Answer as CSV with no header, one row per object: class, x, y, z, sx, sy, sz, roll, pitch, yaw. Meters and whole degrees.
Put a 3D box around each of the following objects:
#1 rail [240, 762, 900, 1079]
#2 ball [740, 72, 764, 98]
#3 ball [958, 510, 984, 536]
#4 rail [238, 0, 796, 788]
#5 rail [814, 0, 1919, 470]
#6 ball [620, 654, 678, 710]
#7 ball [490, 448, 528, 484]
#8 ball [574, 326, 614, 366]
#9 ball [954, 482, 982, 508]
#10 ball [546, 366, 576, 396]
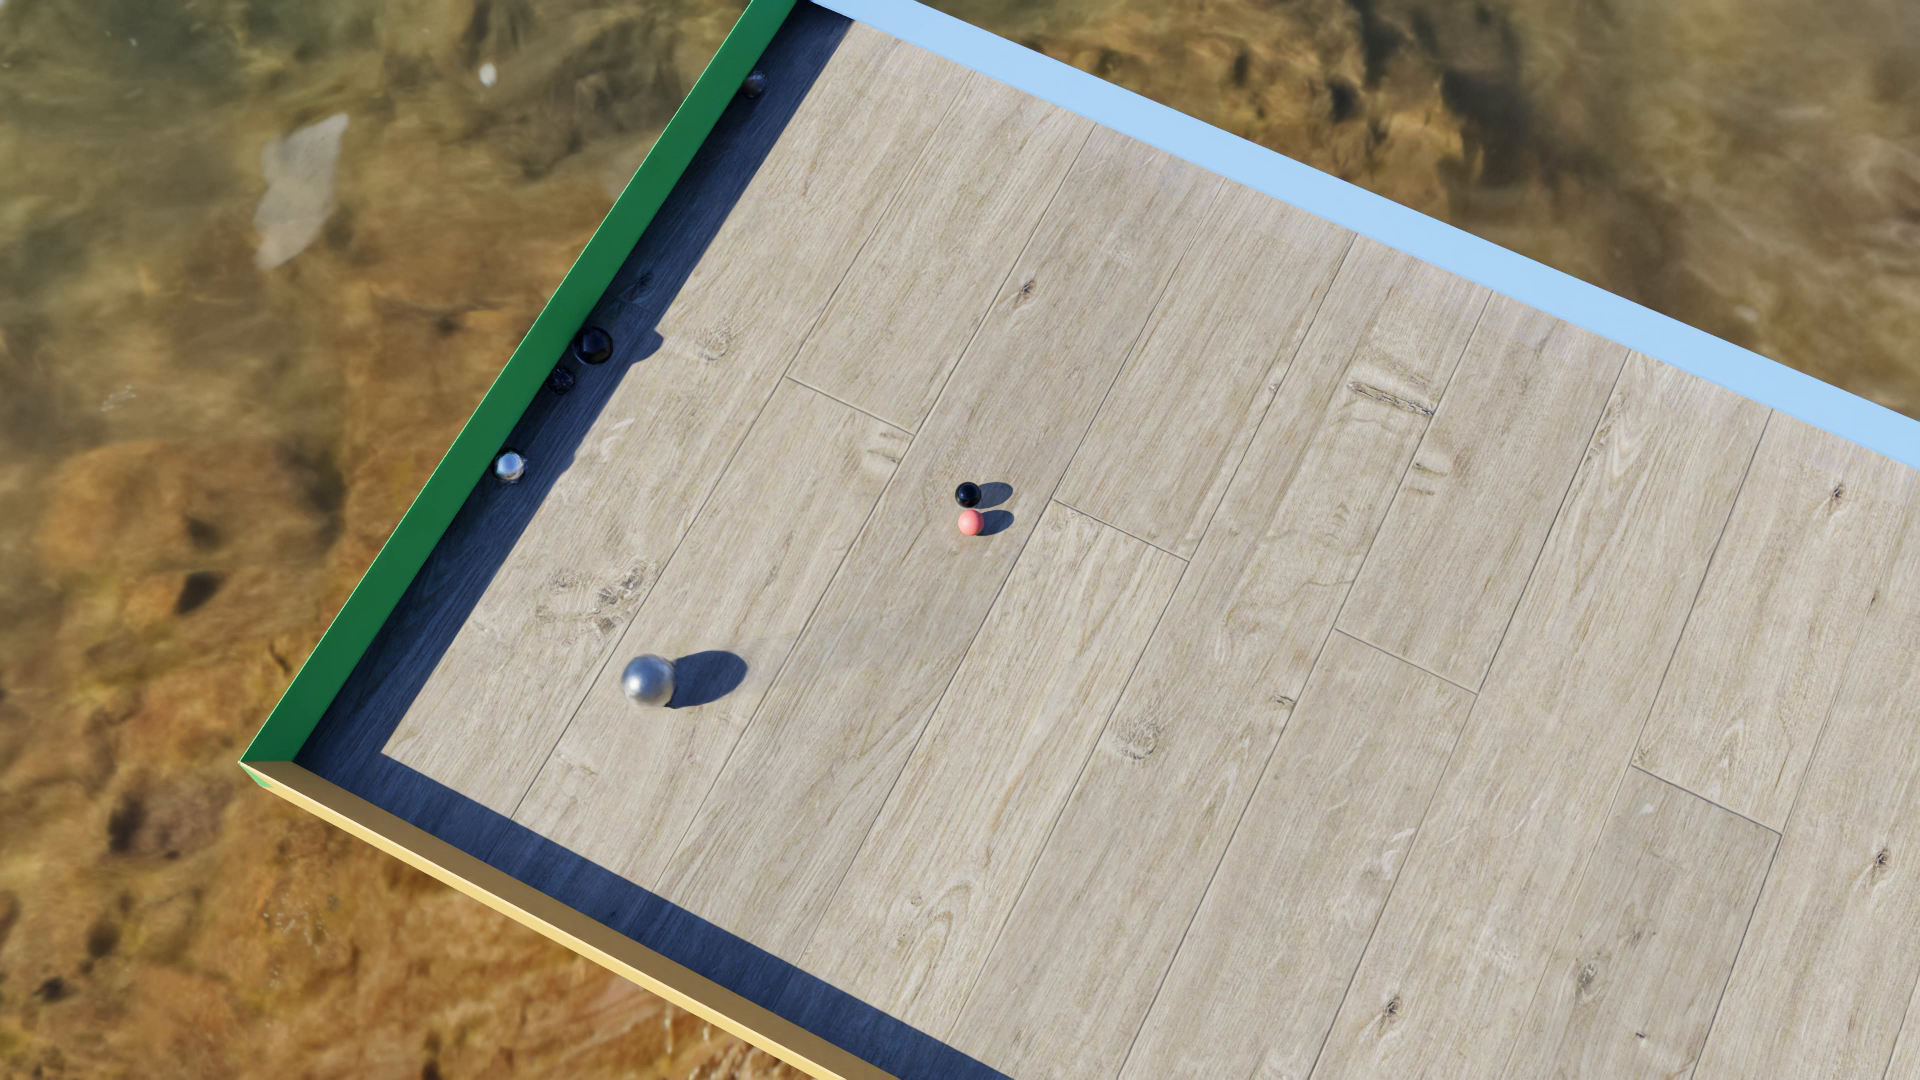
rail,0.318,0.989,3.073,3.125,0.115,0.045,25,69,11
ball,-0.369,-0.809,3.906,0.044,0.044,0.044,0,66,0
ball,0.018,-0.028,3.563,0.043,0.043,0.043,0,66,0
rail,-0.674,-0.328,3.655,0.045,0.115,1.707,25,69,11
rail,1.074,-0.362,3.670,3.125,0.115,0.045,25,69,11
ball,-0.484,0.221,3.428,0.088,0.088,0.088,0,66,0
ball,-0.738,-0.121,3.594,0.060,0.060,0.060,0,66,0
ball,-0.614,-0.324,3.680,0.067,0.067,0.067,0,66,0
ball,0.013,-0.073,3.582,0.045,0.045,0.045,0,66,0
ball,-0.665,-0.266,3.665,0.048,0.048,0.048,0,66,0
